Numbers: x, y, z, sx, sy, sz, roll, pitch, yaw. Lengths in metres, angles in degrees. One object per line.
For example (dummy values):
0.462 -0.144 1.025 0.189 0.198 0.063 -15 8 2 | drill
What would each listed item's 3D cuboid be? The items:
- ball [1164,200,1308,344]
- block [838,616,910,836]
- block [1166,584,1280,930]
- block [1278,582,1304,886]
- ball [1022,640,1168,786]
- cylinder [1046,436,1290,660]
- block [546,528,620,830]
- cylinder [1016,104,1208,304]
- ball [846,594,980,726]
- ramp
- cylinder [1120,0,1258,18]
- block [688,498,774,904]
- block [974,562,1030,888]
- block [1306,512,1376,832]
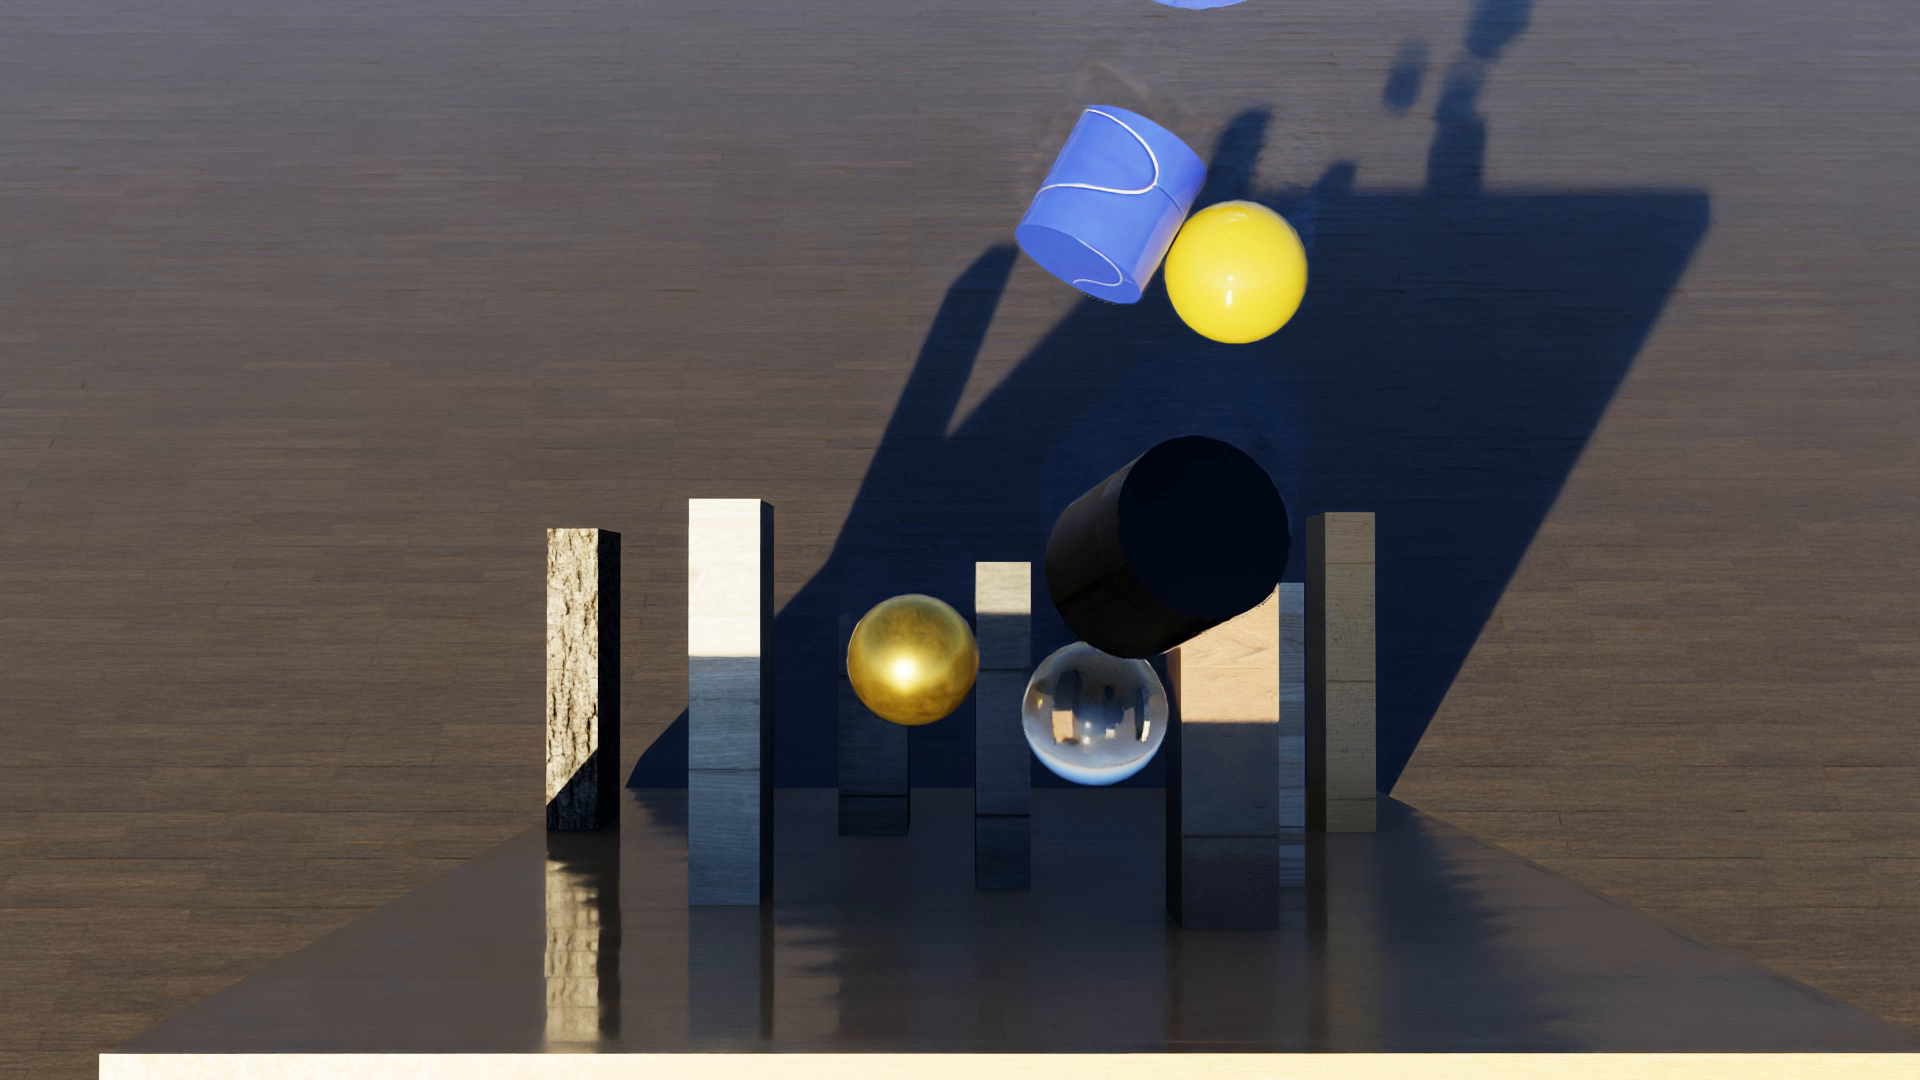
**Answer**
0.222 -0.215 2.080 0.115 0.115 0.115 0 34 0 | ball
-0.181 0.392 5.565 0.143 0.454 0.336 0 -1 0 | block
0.401 0.318 4.003 0.145 0.528 0.293 0 -1 0 | block
0.522 0.336 4.569 0.134 0.519 0.257 0 -1 0 | block
0.164 0.211 3.161 0.178 0.178 0.178 0 34 0 | ball
0.227 0.011 2.871 0.204 0.204 0.204 6 74 -19 | cylinder
-0.826 0.302 5.711 0.108 0.643 0.372 0 -1 0 | block
0.120 -0.266 2.064 0.113 0.113 0.113 23 77 30 | cylinder
-0.058 0.147 3.194 0.163 0.163 0.163 0 34 0 | ball
0.075 0.651 4.787 2.000 0.100 4.000 0 -1 0 | ramp
0.194 -0.569 2.127 0.201 0.201 0.201 7 48 10 | cylinder
-0.379 0.264 4.330 0.114 0.652 0.314 0 -1 0 | block
0.074 0.319 4.617 0.092 0.554 0.427 0 -1 0 | block
0.826 0.283 5.642 0.105 0.676 0.301 0 -1 0 | block
